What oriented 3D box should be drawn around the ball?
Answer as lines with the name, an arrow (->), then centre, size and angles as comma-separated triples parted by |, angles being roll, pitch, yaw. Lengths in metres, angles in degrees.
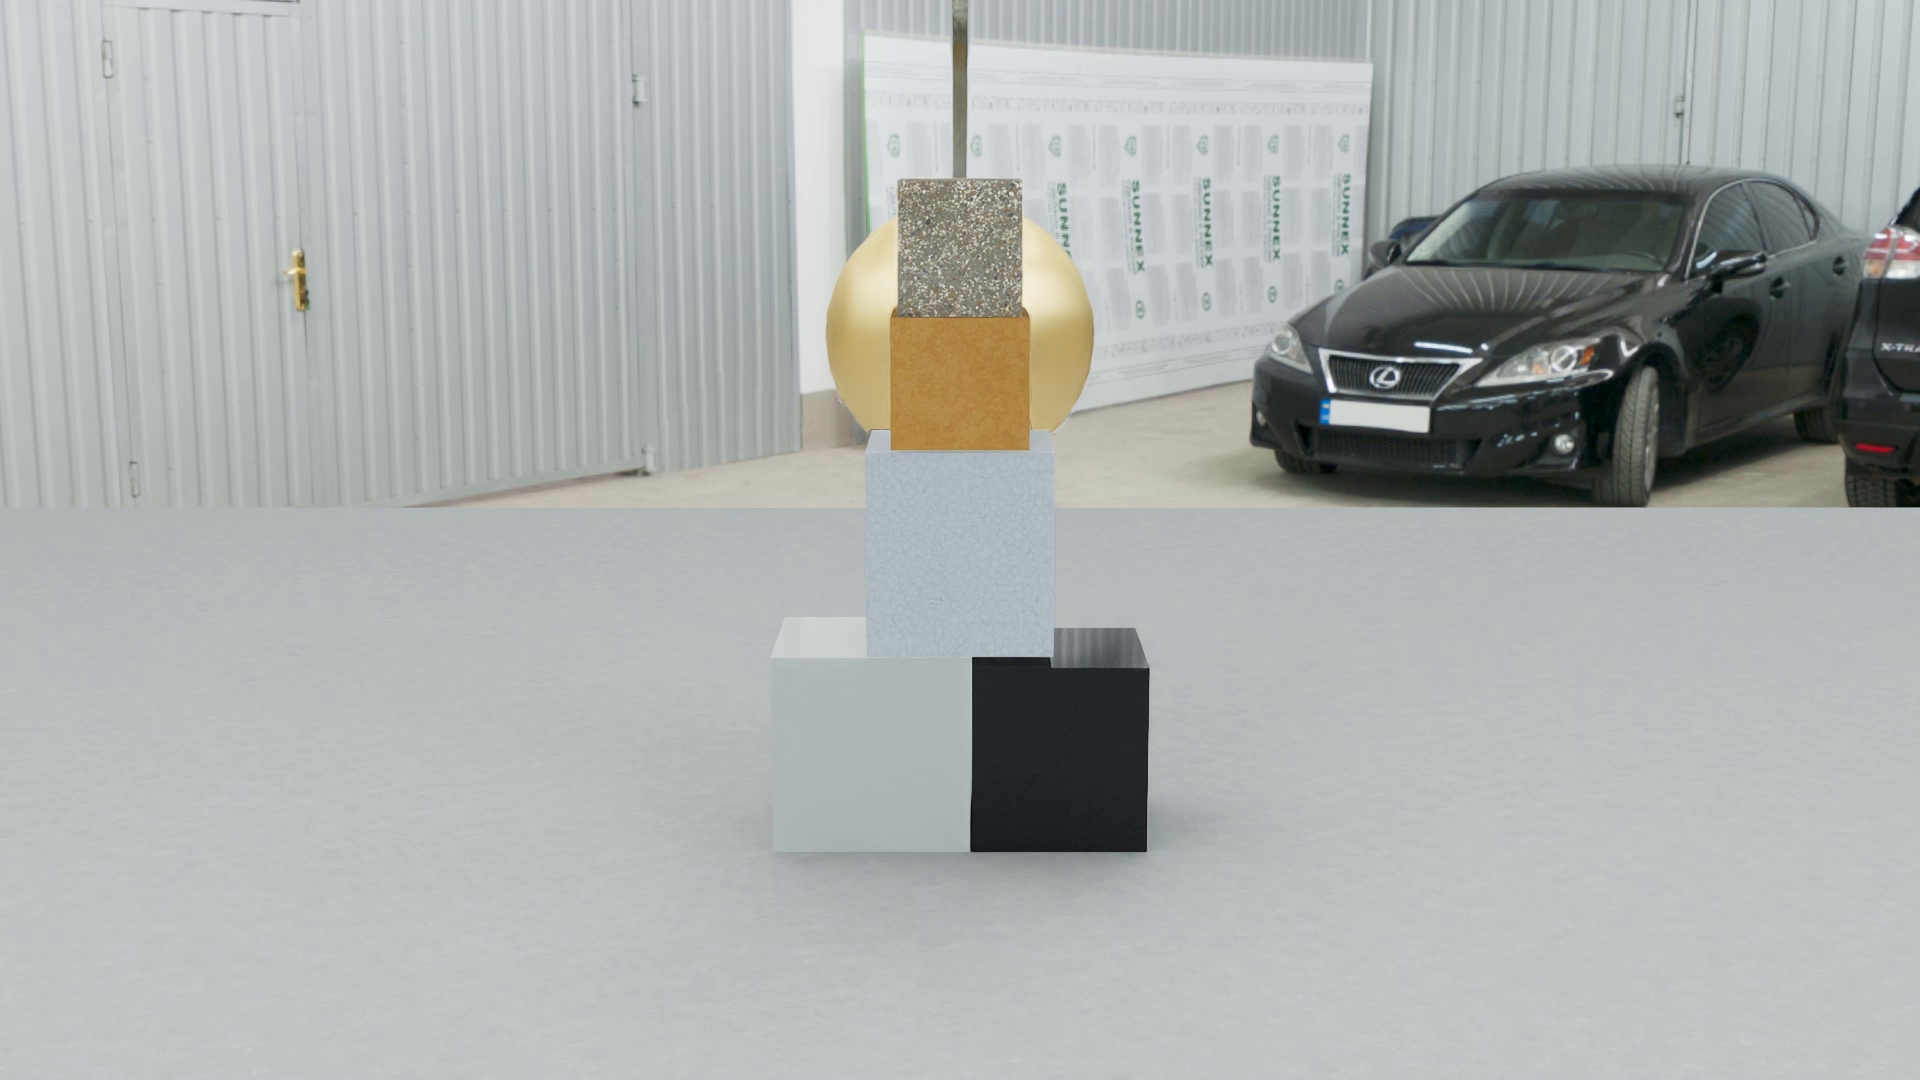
ball -> 0.000, -1.212, 13.068 | 1.600, 1.600, 1.600 | 0, 10, 0

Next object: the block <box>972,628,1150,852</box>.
block -> 0.497, 1.014, 11.348 | 0.873, 0.945, 0.905 | 0, 10, 0

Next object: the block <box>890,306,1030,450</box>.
block -> 0.000, -0.821, 11.044 | 0.678, 0.646, 0.724 | 0, 10, 0

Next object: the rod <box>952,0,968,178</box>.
rod -> 0.000, -4.141, 11.341 | 0.080, 5.200, 0.080 | 0, 31, 0

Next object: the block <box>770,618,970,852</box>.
block -> -0.442, 0.986, 11.364 | 0.984, 0.995, 0.942 | 0, 10, 0

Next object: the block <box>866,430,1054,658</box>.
block -> 0.000, 0.001, 11.166 | 0.920, 1.014, 0.863 | 0, 10, 0

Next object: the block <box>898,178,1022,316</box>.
block -> 0.000, -1.461, 10.930 | 0.603, 0.653, 0.597 | 0, 10, 0
